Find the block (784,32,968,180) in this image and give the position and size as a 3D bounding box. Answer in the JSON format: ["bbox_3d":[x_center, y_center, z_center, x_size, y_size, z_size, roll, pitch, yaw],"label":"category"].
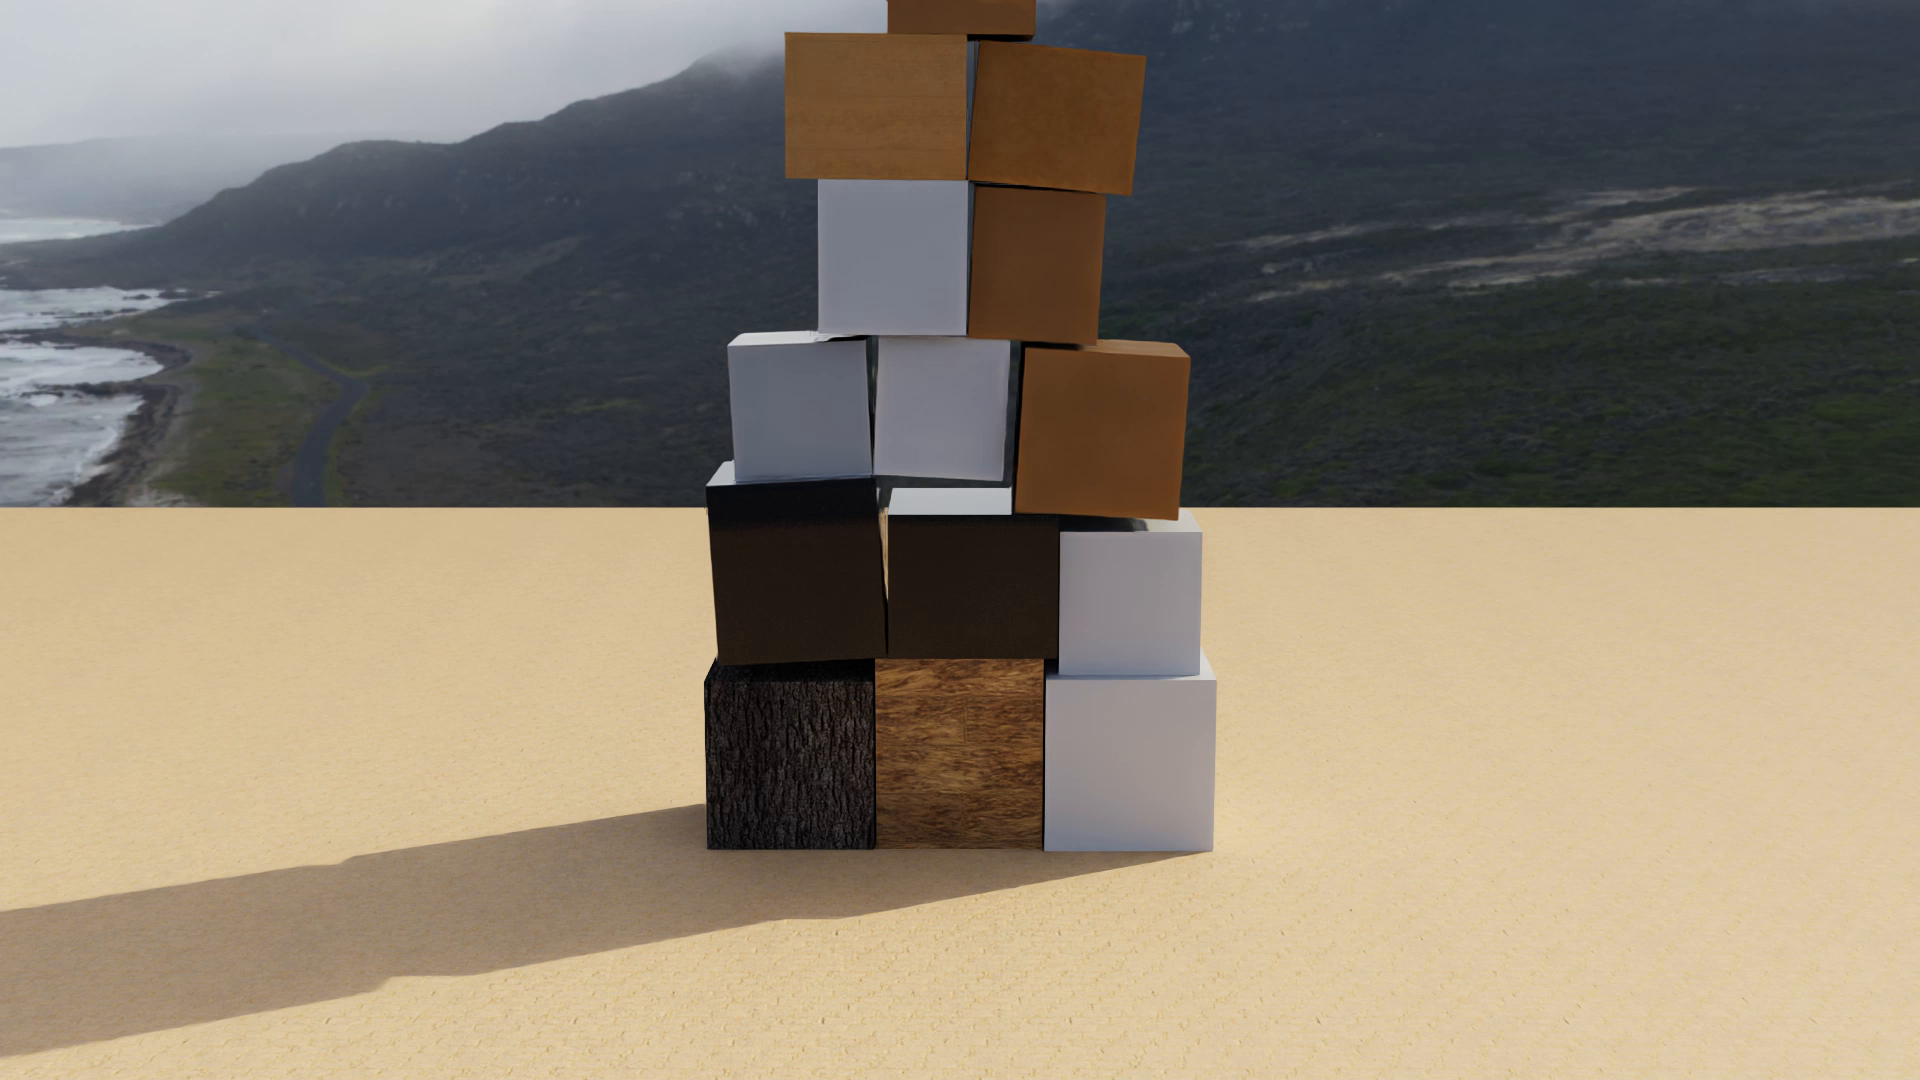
[{"bbox_3d":[-0.398,-2.120,10.785,0.855,0.677,0.824,1,10,0],"label":"block"}]

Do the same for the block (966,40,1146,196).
[{"bbox_3d":[0.457,-2.072,10.821,0.791,0.657,0.765,5,10,-1],"label":"block"}]

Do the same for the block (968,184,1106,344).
[{"bbox_3d":[0.371,-1.381,10.936,0.627,0.728,0.669,3,10,-1],"label":"block"}]

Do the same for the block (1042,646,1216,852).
[{"bbox_3d":[0.845,1.045,11.359,0.844,0.880,0.883,0,10,0],"label":"block"}]

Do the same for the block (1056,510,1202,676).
[{"bbox_3d":[0.843,0.256,11.216,0.702,0.724,0.676,0,10,0],"label":"block"}]

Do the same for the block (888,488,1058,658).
[{"bbox_3d":[0.065,0.157,11.197,0.835,0.723,0.826,0,10,0],"label":"block"}]

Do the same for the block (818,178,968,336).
[{"bbox_3d":[-0.323,-1.422,10.908,0.713,0.738,0.802,1,10,0],"label":"block"}]

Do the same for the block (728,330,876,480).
[{"bbox_3d":[-0.780,-0.691,11.070,0.673,0.664,0.686,-2,10,0],"label":"block"}]

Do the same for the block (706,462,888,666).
[{"bbox_3d":[-0.801,0.086,11.202,0.831,0.900,0.830,-3,10,1],"label":"block"}]

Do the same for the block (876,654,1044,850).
[{"bbox_3d":[-0.003,0.995,11.349,0.832,0.981,0.814,0,10,0],"label":"block"}]

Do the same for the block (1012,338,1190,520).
[{"bbox_3d":[0.691,-0.579,11.057,0.801,0.800,0.776,3,10,-1],"label":"block"}]

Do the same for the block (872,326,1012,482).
[{"bbox_3d":[-0.091,-0.704,11.061,0.642,0.697,0.633,3,10,-1],"label":"block"}]

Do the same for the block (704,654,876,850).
[{"bbox_3d":[-0.848,1.051,11.365,0.838,0.865,0.846,0,10,0],"label":"block"}]

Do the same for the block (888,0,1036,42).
[{"bbox_3d":[0.010,-2.872,10.641,0.694,0.864,0.824,1,10,0],"label":"block"}]
